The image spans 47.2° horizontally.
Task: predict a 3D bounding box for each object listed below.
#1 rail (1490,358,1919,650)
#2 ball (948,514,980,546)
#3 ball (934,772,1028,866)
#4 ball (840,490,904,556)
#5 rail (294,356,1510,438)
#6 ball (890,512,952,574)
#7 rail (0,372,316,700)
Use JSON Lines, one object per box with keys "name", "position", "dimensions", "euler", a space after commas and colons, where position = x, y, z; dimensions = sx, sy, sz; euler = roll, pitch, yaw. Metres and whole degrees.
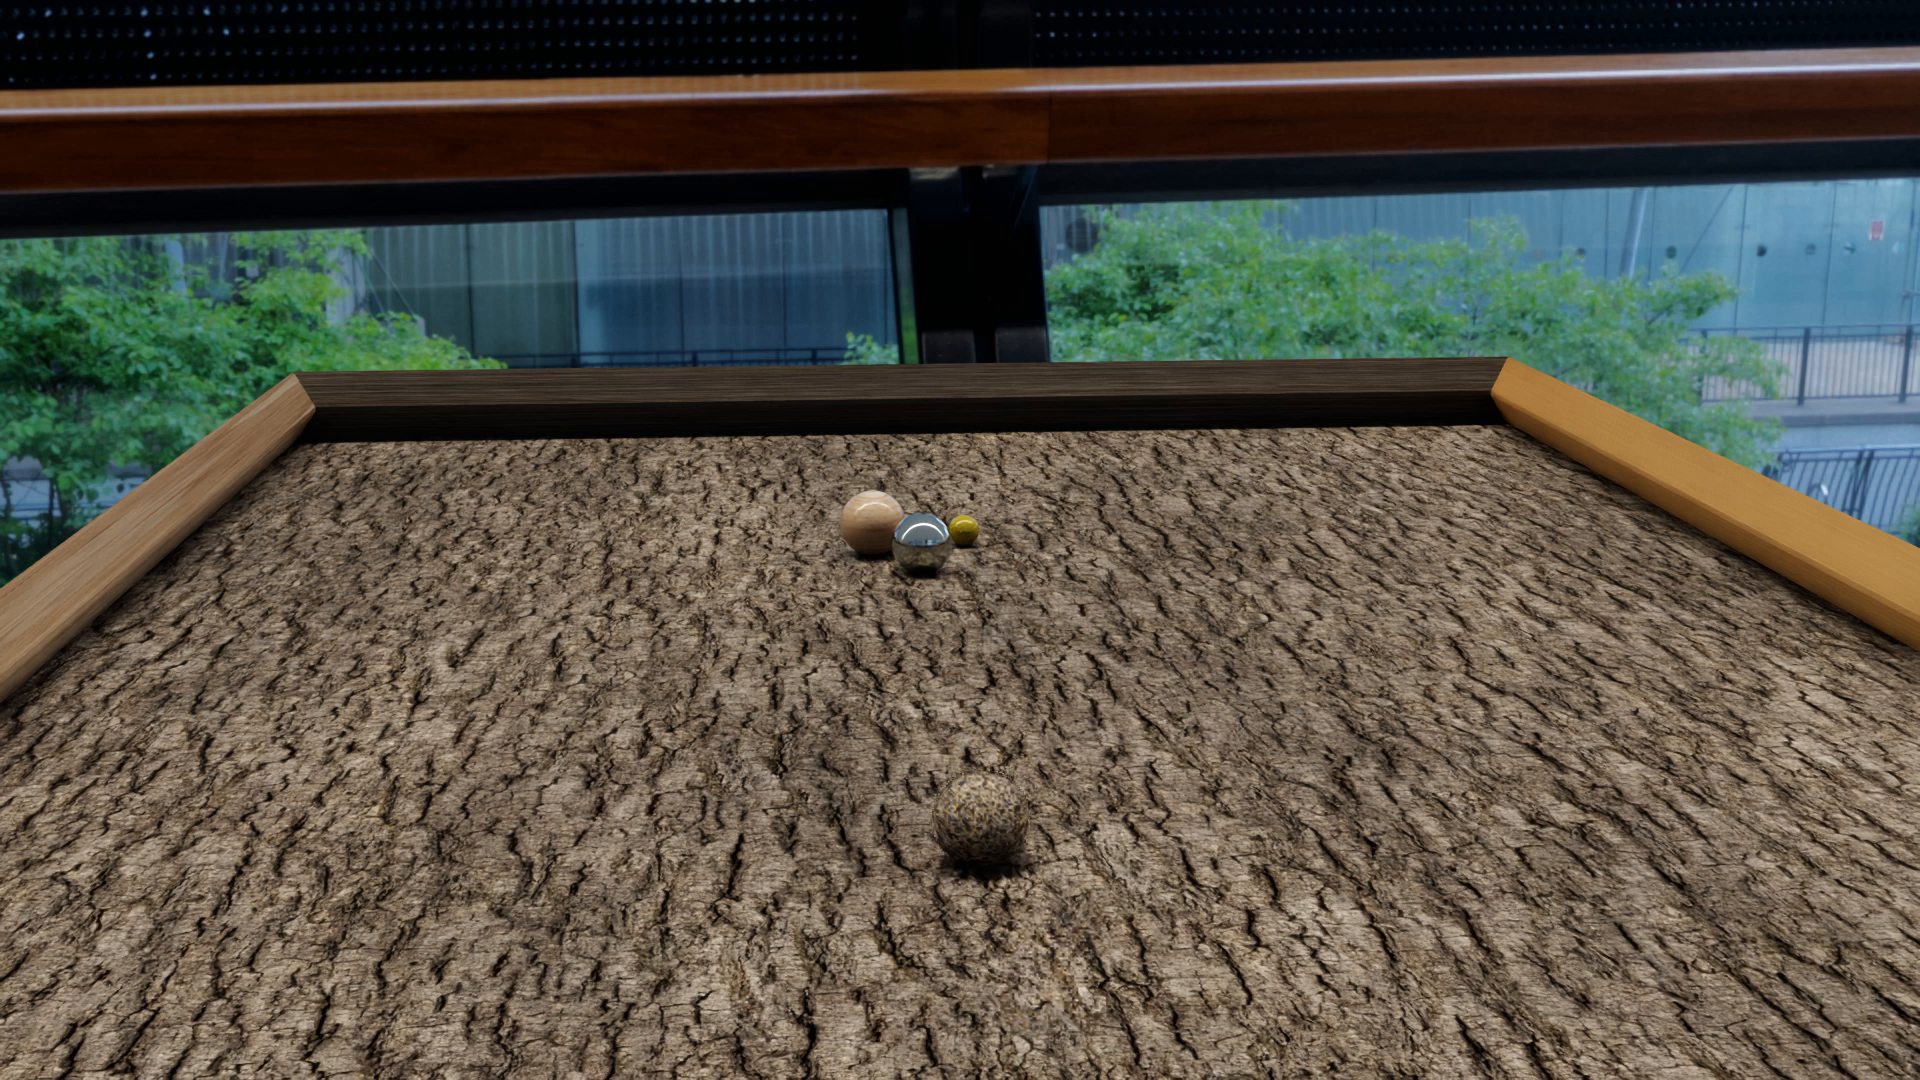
{"name": "rail", "position": [1.165, 0.194, 2.105], "dimensions": [0.045, 0.119, 4.119], "euler": [-1, 13, -5]}
{"name": "ball", "position": [0.005, -0.014, 3.143], "dimensions": [0.044, 0.044, 0.044], "euler": [0, 13, 0]}
{"name": "ball", "position": [0.019, 0.249, 1.958], "dimensions": [0.084, 0.084, 0.084], "euler": [0, 13, 0]}
{"name": "ball", "position": [-0.122, -0.024, 3.081], "dimensions": [0.092, 0.092, 0.092], "euler": [0, 13, 0]}
{"name": "rail", "position": [-0.082, -0.256, 3.992], "dimensions": [2.217, 0.119, 0.045], "euler": [-1, 13, -5]}
{"name": "ball", "position": [-0.052, 0.004, 2.983], "dimensions": [0.083, 0.083, 0.083], "euler": [0, 13, 0]}
{"name": "rail", "position": [-0.997, 0.235, 1.933], "dimensions": [0.045, 0.119, 4.119], "euler": [-1, 13, -5]}
